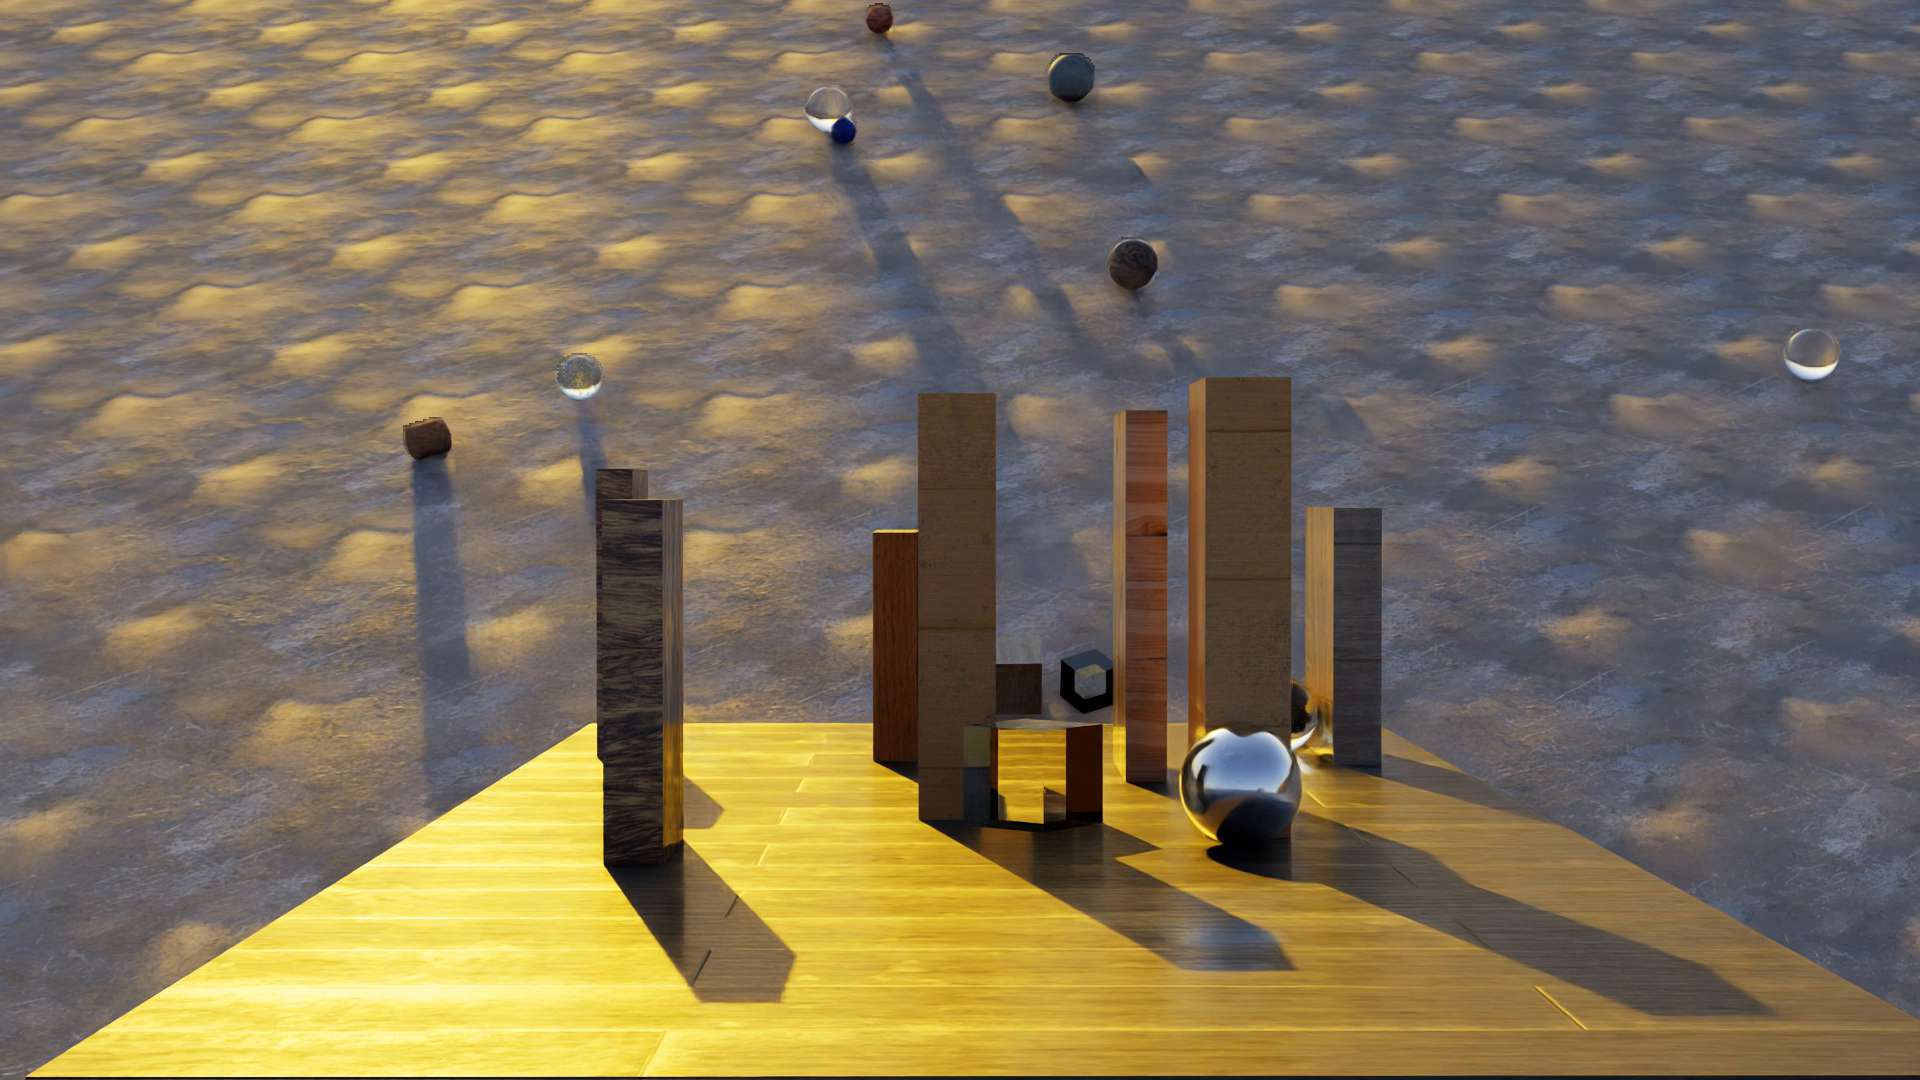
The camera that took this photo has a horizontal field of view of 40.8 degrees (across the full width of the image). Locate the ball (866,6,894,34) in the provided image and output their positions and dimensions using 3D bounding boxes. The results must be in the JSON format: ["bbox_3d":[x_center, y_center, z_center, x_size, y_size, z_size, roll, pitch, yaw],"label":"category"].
[{"bbox_3d":[-0.388,-2.512,12.469,0.130,0.130,0.130,0,27,0],"label":"ball"}]

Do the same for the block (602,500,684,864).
[{"bbox_3d":[-0.515,0.222,4.212,0.095,0.575,0.303,0,1,0],"label":"block"}]

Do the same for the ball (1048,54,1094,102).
[{"bbox_3d":[0.494,-2.055,11.489,0.209,0.209,0.209,0,27,0],"label":"ball"}]

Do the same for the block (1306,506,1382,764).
[{"bbox_3d":[0.855,0.204,5.779,0.104,0.554,0.443,0,1,0],"label":"block"}]

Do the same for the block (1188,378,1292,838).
[{"bbox_3d":[0.489,0.112,4.539,0.145,0.781,0.319,0,1,0],"label":"block"}]

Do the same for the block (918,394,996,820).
[{"bbox_3d":[-0.005,0.117,4.759,0.139,0.764,0.276,0,1,0],"label":"block"}]

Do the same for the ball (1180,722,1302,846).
[{"bbox_3d":[0.466,0.405,4.282,0.204,0.204,0.204,0,27,0],"label":"ball"}]

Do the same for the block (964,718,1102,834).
[{"bbox_3d":[0.130,0.414,4.566,0.176,0.176,0.176,1,1,39],"label":"block"}]

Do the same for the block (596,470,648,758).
[{"bbox_3d":[-0.766,0.160,5.864,0.081,0.640,0.284,0,1,0],"label":"block"}]

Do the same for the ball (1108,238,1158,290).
[{"bbox_3d":[0.634,-1.014,9.477,0.186,0.186,0.186,0,27,0],"label":"ball"}]

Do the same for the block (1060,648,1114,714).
[{"bbox_3d":[0.344,0.374,6.843,0.112,0.112,0.112,-15,31,-28],"label":"block"}]

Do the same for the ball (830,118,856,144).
[{"bbox_3d":[-0.496,-1.740,10.979,0.111,0.111,0.111,0,27,0],"label":"ball"}]

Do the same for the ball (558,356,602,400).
[{"bbox_3d":[-1.266,-0.540,8.593,0.147,0.147,0.147,0,27,0],"label":"ball"}]

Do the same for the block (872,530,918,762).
[{"bbox_3d":[-0.142,0.230,5.818,0.096,0.500,0.357,0,1,0],"label":"block"}]

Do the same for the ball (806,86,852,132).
[{"bbox_3d":[-0.566,-1.851,11.106,0.195,0.195,0.195,0,27,0],"label":"ball"}]

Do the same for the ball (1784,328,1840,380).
[{"bbox_3d":[2.879,-0.627,8.729,0.178,0.178,0.178,0,27,0],"label":"ball"}]

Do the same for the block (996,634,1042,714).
[{"bbox_3d":[0.136,0.356,6.832,0.154,0.154,0.154,0,27,-1],"label":"block"}]

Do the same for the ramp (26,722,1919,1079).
[{"bbox_3d":[0.061,0.552,4.589,2.000,0.100,4.000,0,1,0],"label":"ramp"}]

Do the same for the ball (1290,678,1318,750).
[{"bbox_3d":[0.718,0.394,5.810,0.172,0.172,0.172,0,27,0],"label":"ball"}]

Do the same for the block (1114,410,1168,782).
[{"bbox_3d":[0.377,0.110,5.433,0.084,0.754,0.415,0,1,0],"label":"block"}]

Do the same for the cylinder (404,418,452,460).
[{"bbox_3d":[-1.691,-0.321,8.206,0.108,0.108,0.108,-20,33,-35],"label":"cylinder"}]
